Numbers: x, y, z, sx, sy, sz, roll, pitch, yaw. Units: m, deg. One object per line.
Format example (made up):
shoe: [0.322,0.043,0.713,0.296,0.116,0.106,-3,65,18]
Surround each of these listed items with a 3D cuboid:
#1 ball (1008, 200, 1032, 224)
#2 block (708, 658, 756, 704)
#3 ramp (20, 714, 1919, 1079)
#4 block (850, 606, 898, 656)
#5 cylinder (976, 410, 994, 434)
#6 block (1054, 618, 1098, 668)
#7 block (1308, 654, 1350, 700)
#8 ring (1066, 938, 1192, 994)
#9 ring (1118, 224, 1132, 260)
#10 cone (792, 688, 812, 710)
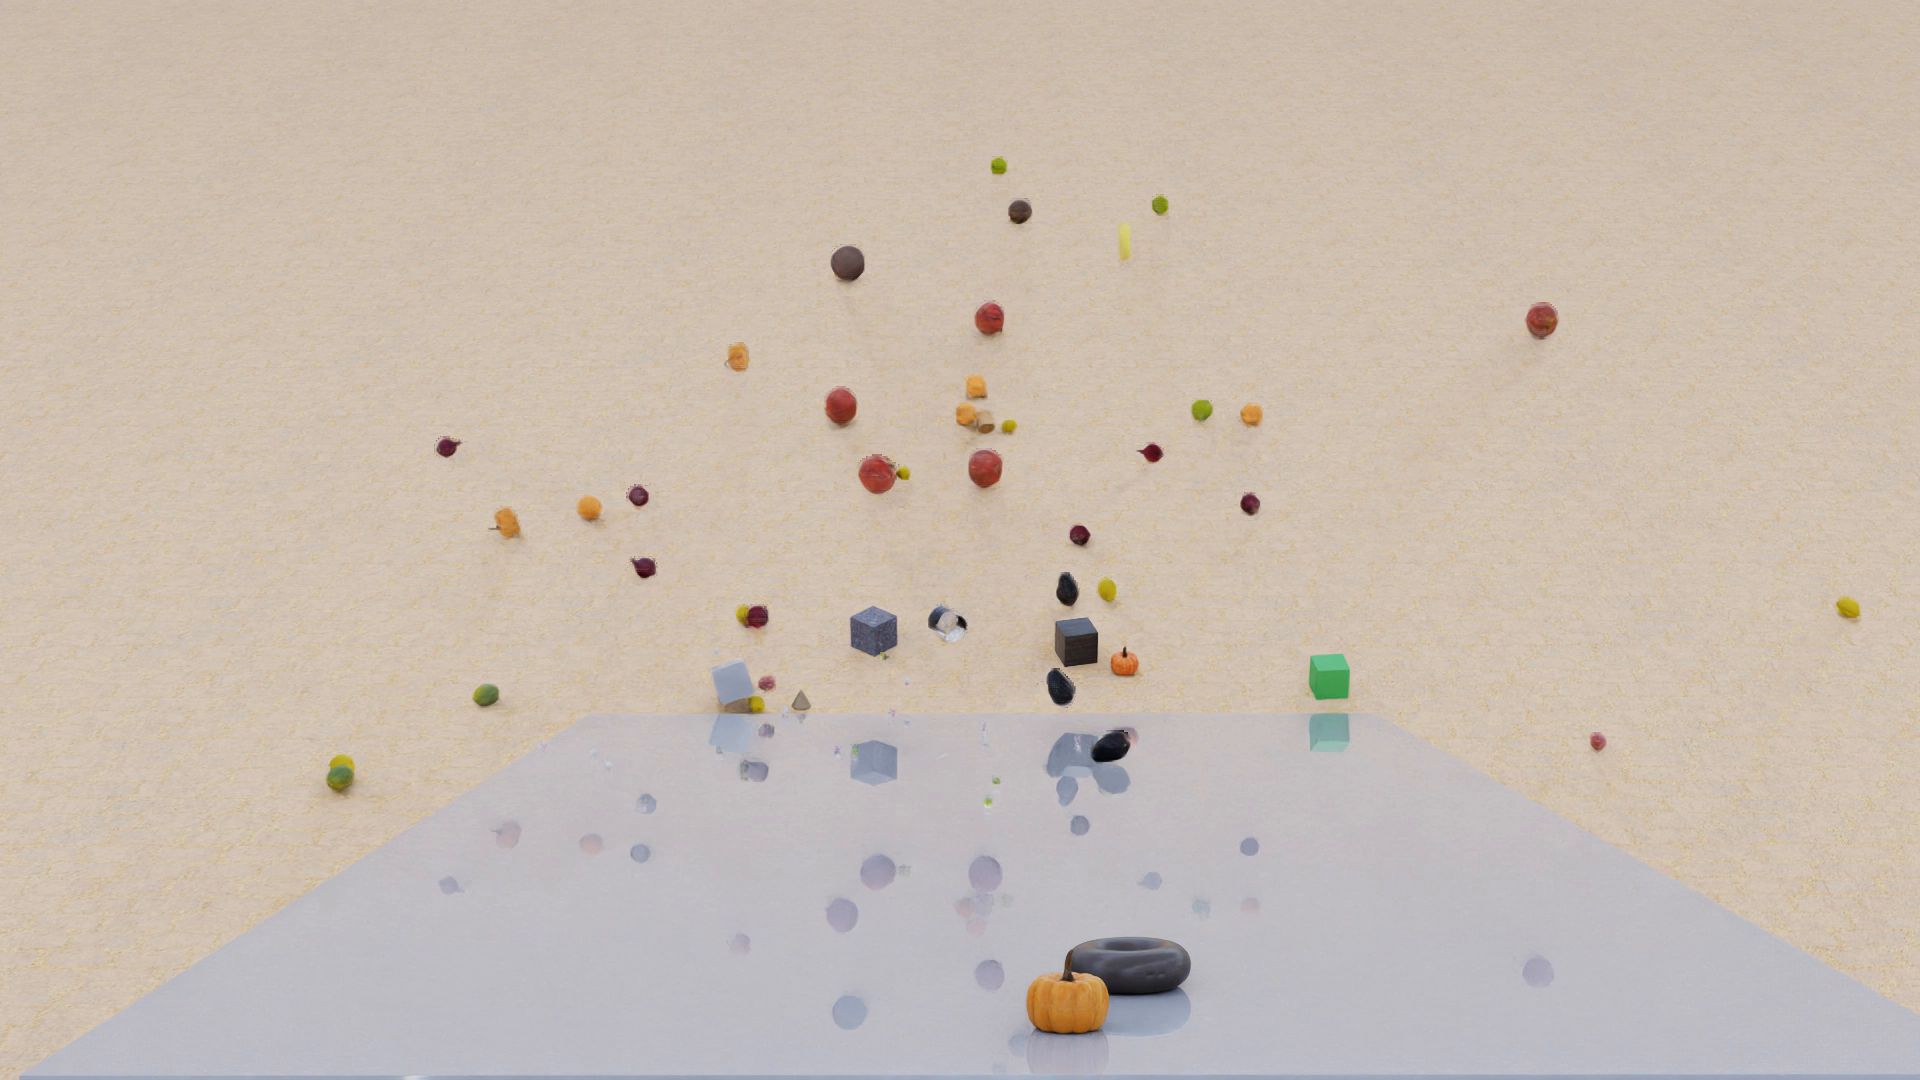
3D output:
ball: [0.238,-1.301,10.208,0.095,0.095,0.095,0,26,0]
block: [-0.598,0.370,6.767,0.092,0.092,0.092,-19,6,-8]
ramp: [0.059,0.538,4.574,2.000,0.100,4.000,0,1,0]
block: [-0.236,0.249,7.066,0.090,0.090,0.090,22,34,37]
cylinder: [0.081,-0.383,8.367,0.055,0.055,0.055,-5,57,-11]
block: [0.316,0.277,7.007,0.093,0.093,0.093,-7,27,-13]
block: [0.979,0.362,6.841,0.087,0.087,0.087,-3,26,-5]
ring: [0.197,0.499,3.027,0.148,0.049,0.148,-1,1,0]
ring: [0.627,-1.132,9.818,0.046,0.138,0.138,1,26,2]
cone: [-0.417,0.413,6.778,0.052,0.052,0.052,0,26,0]
